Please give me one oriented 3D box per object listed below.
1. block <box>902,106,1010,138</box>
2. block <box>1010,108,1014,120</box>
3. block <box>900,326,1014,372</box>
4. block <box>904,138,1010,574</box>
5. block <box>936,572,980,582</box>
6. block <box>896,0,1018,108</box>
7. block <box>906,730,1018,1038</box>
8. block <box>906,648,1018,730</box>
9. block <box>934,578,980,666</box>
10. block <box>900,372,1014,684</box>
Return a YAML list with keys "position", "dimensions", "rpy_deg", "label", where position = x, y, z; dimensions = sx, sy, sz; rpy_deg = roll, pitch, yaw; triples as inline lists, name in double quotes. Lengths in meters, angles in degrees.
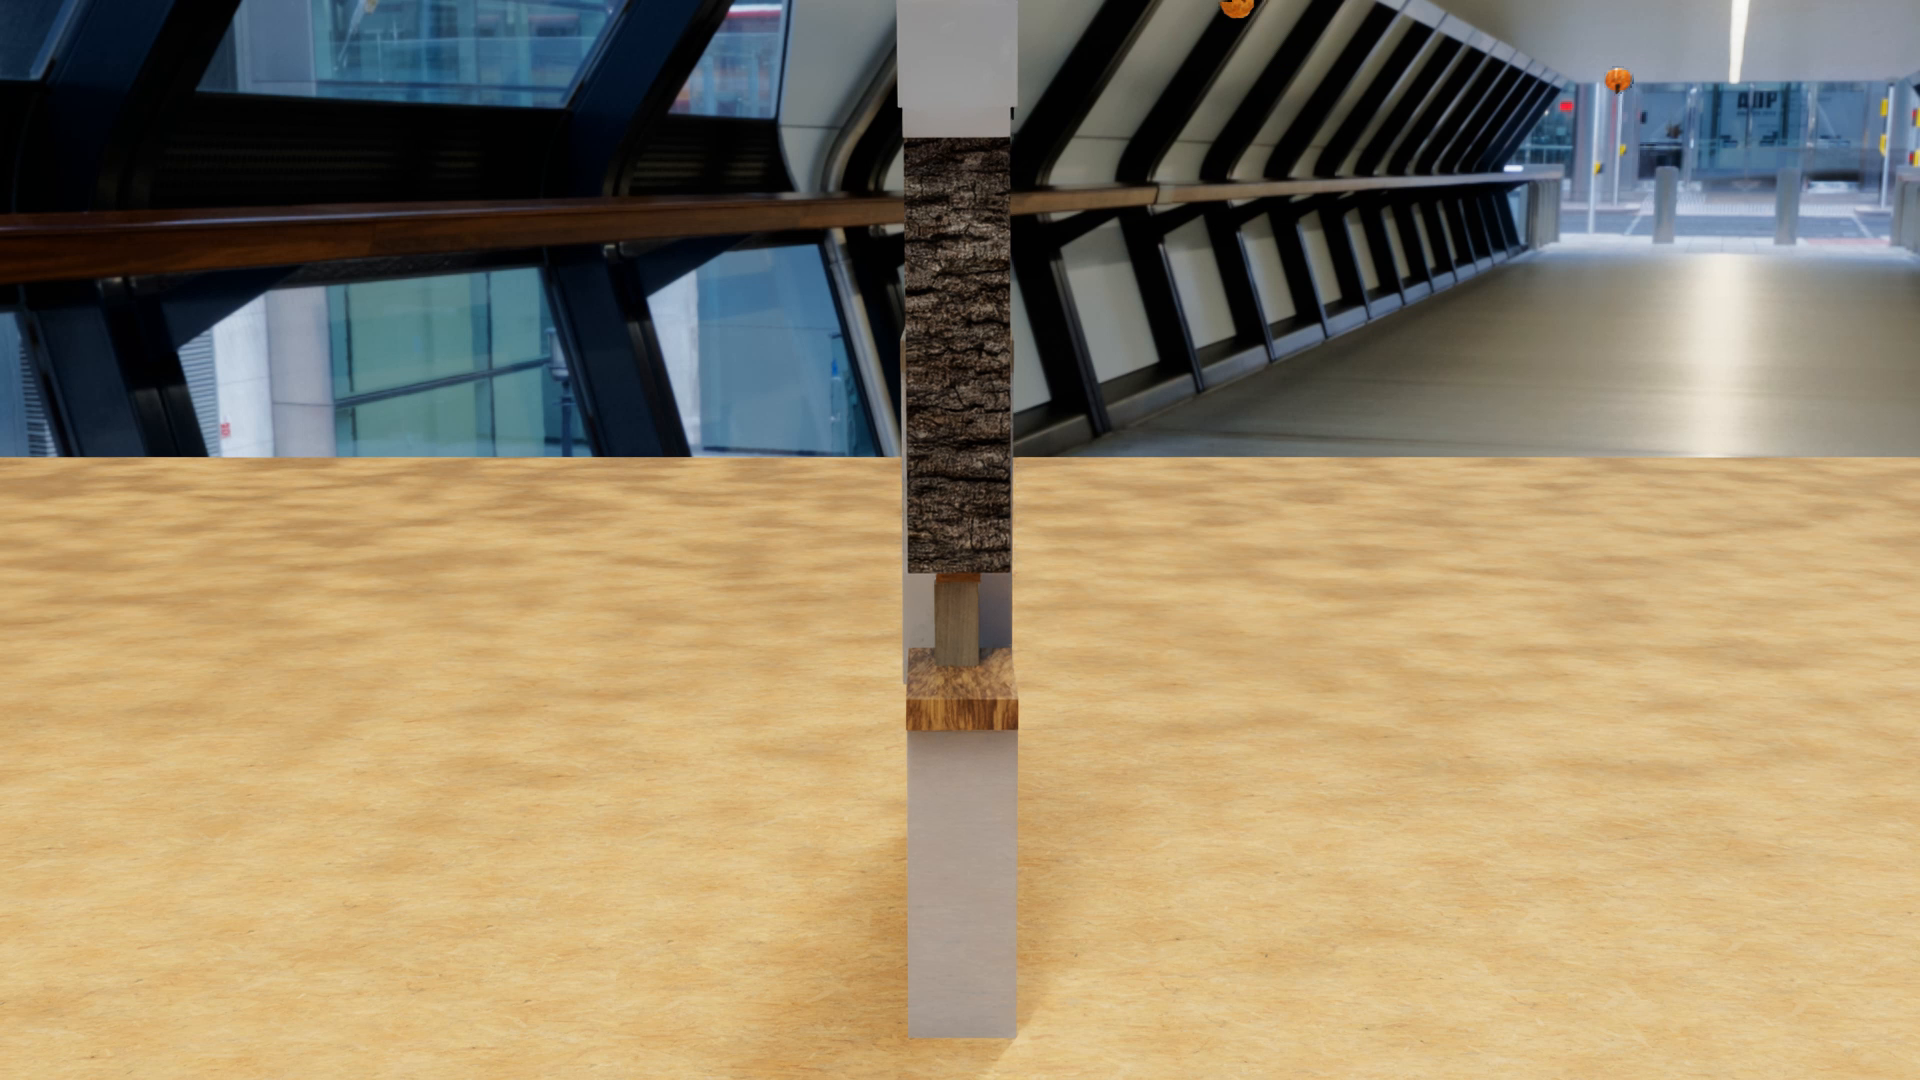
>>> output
- position: [-0.004, -0.588, 3.093]
  dimensions: [0.145, 0.041, 0.290]
  rpy_deg: [0, 10, 0]
  label: "block"
- position: [-0.003, -0.804, 3.277]
  dimensions: [0.167, 0.349, 0.047]
  rpy_deg: [0, 11, 0]
  label: "block"
- position: [-0.004, -0.296, 3.351]
  dimensions: [0.165, 0.047, 0.329]
  rpy_deg: [0, 10, 0]
  label: "block"
- position: [-0.003, -0.254, 3.059]
  dimensions: [0.145, 0.603, 0.041]
  rpy_deg: [0, 11, 0]
  label: "block"
- position: [-0.003, 0.039, 3.179]
  dimensions: [0.063, 0.018, 0.125]
  rpy_deg: [-1, 11, -1]
  label: "block"
- position: [-0.004, -0.771, 3.056]
  dimensions: [0.167, 0.334, 0.047]
  rpy_deg: [0, 10, 0]
  label: "block"
- position: [0.003, 0.472, 3.065]
  dimensions: [0.152, 0.453, 0.043]
  rpy_deg: [0, 10, 0]
  label: "block"
- position: [0.001, 0.209, 3.122]
  dimensions: [0.152, 0.043, 0.304]
  rpy_deg: [0, 10, -1]
  label: "block"
- position: [-0.004, 0.117, 3.155]
  dimensions: [0.063, 0.125, 0.018]
  rpy_deg: [0, 10, 4]
  label: "block"
- position: [-0.004, -0.020, 3.290]
  dimensions: [0.165, 0.474, 0.047]
  rpy_deg: [0, 11, 0]
  label: "block"
